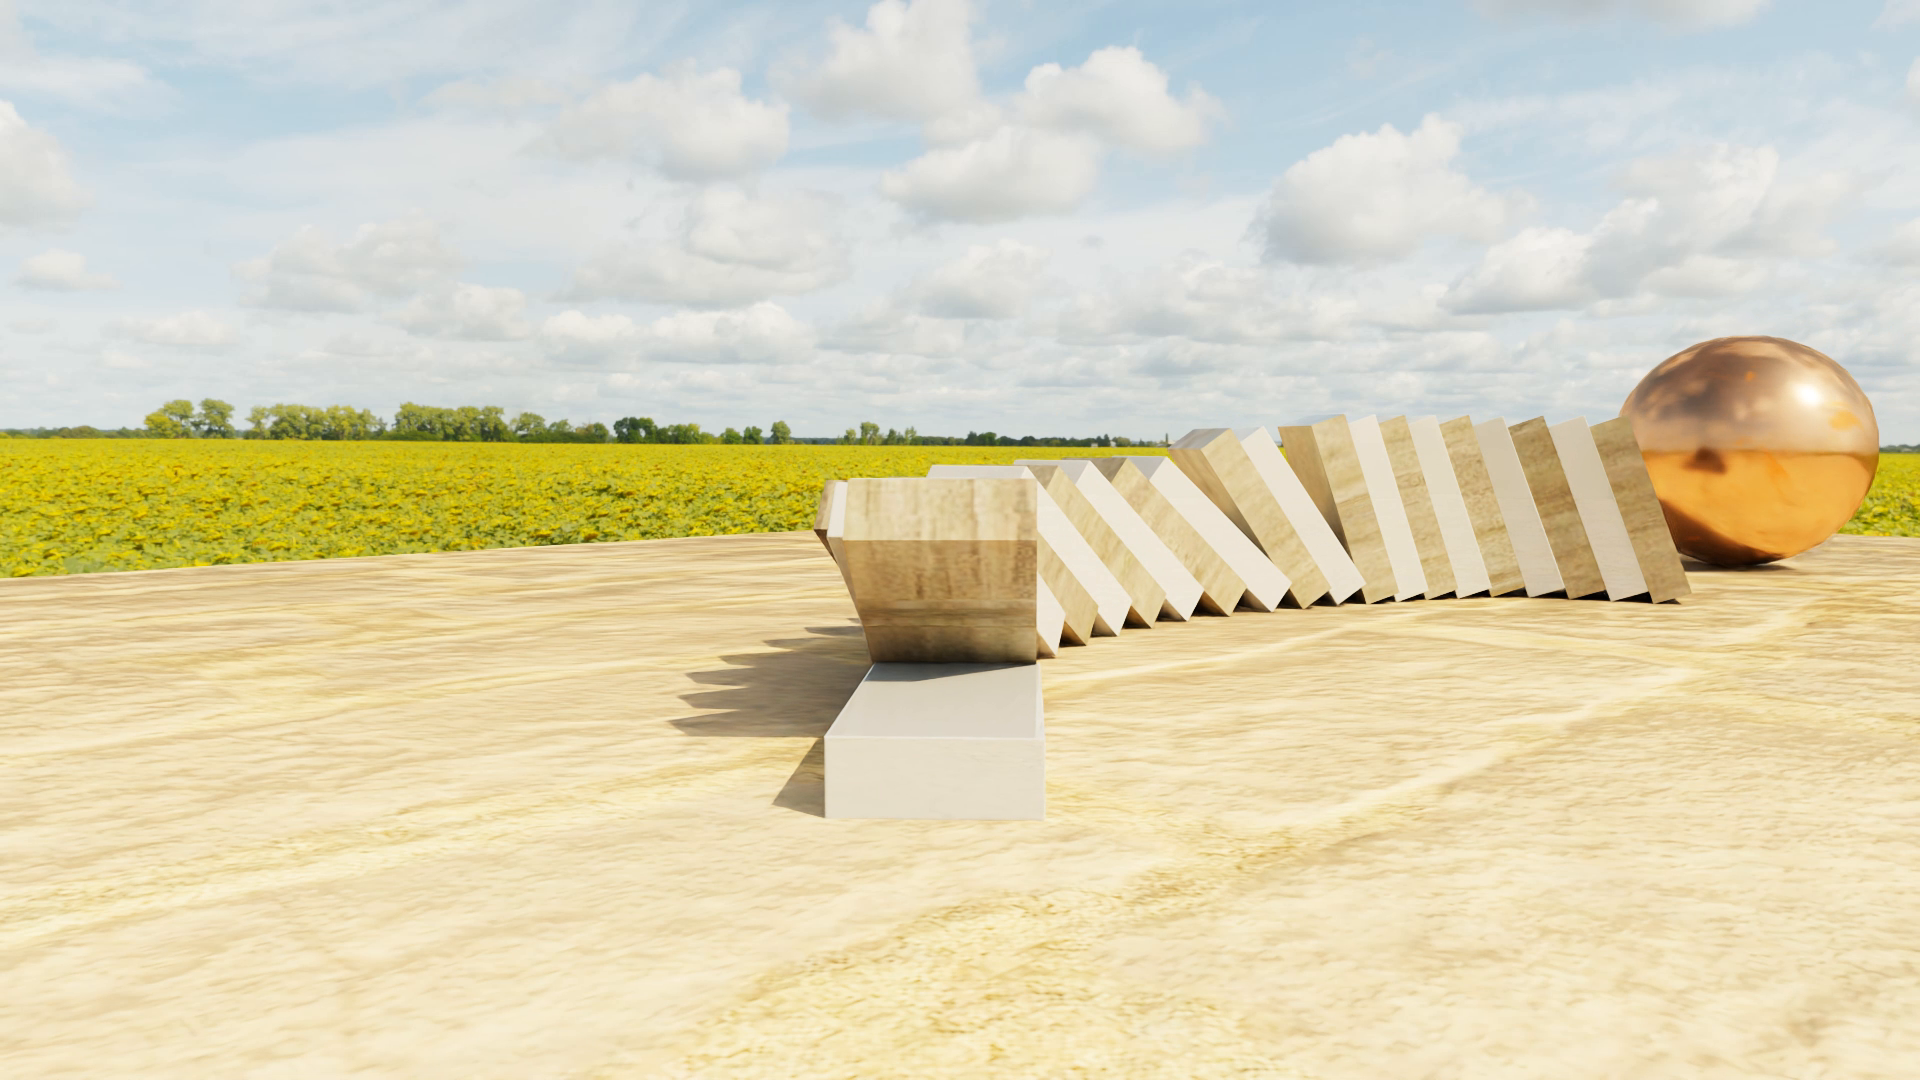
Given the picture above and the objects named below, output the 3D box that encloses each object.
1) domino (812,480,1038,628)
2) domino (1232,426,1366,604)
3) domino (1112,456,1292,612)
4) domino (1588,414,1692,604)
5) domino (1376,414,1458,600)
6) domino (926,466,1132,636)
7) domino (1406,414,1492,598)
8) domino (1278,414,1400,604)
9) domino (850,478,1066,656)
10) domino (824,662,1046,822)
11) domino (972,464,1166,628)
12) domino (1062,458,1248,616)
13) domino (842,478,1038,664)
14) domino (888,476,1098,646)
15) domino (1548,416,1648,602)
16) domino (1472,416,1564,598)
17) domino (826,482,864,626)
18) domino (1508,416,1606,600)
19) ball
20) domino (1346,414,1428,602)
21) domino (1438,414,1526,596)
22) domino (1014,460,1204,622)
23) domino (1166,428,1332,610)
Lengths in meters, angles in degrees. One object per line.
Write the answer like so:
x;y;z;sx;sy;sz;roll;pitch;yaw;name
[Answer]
-0.005;0.007;0.226;0.025;0.010;0.050;1;-31;18;domino
0.086;-0.007;0.344;0.010;0.050;0.025;-35;7;-5;domino
0.059;-0.002;0.327;0.050;0.009;0.025;42;-13;-21;domino
0.186;-0.009;0.353;0.009;0.050;0.025;-20;-4;22;domino
0.123;-0.010;0.360;0.010;0.050;0.025;-19;5;-2;domino
0.015;0.003;0.277;0.025;0.010;0.050;4;-32;40;domino
0.134;-0.010;0.363;0.010;0.050;0.025;-19;3;6;domino
0.103;-0.009;0.350;0.010;0.050;0.025;-19;6;-5;domino
0.000;0.006;0.243;0.025;0.010;0.050;1;-30;27;domino
-0.002;0.025;0.170;0.025;0.010;0.050;0;4;3;domino
0.024;0.002;0.291;0.025;0.010;0.050;4;-32;44;domino
0.046;-0.001;0.316;0.050;0.010;0.025;43;-18;-27;domino
-0.001;0.009;0.188;0.025;0.010;0.050;0;-31;3;domino
0.006;0.005;0.261;0.025;0.010;0.050;3;-29;34;domino
0.177;-0.009;0.357;0.010;0.050;0.025;-20;-4;22;domino
0.158;-0.010;0.365;0.009;0.050;0.025;-20;-4;22;domino
-0.003;0.009;0.207;0.025;0.010;0.050;1;-31;9;domino
0.168;-0.010;0.362;0.010;0.050;0.025;-20;-4;22;domino
0.271;-0.031;0.446;0.080;0.080;0.080;0;4;0;ball
0.112;-0.009;0.355;0.010;0.050;0.025;-19;6;-4;domino
0.145;-0.010;0.366;0.010;0.050;0.025;-19;2;6;domino
0.034;0.000;0.305;0.025;0.009;0.050;5;-32;51;domino
0.076;-0.006;0.338;0.010;0.050;0.025;-36;10;-6;domino
